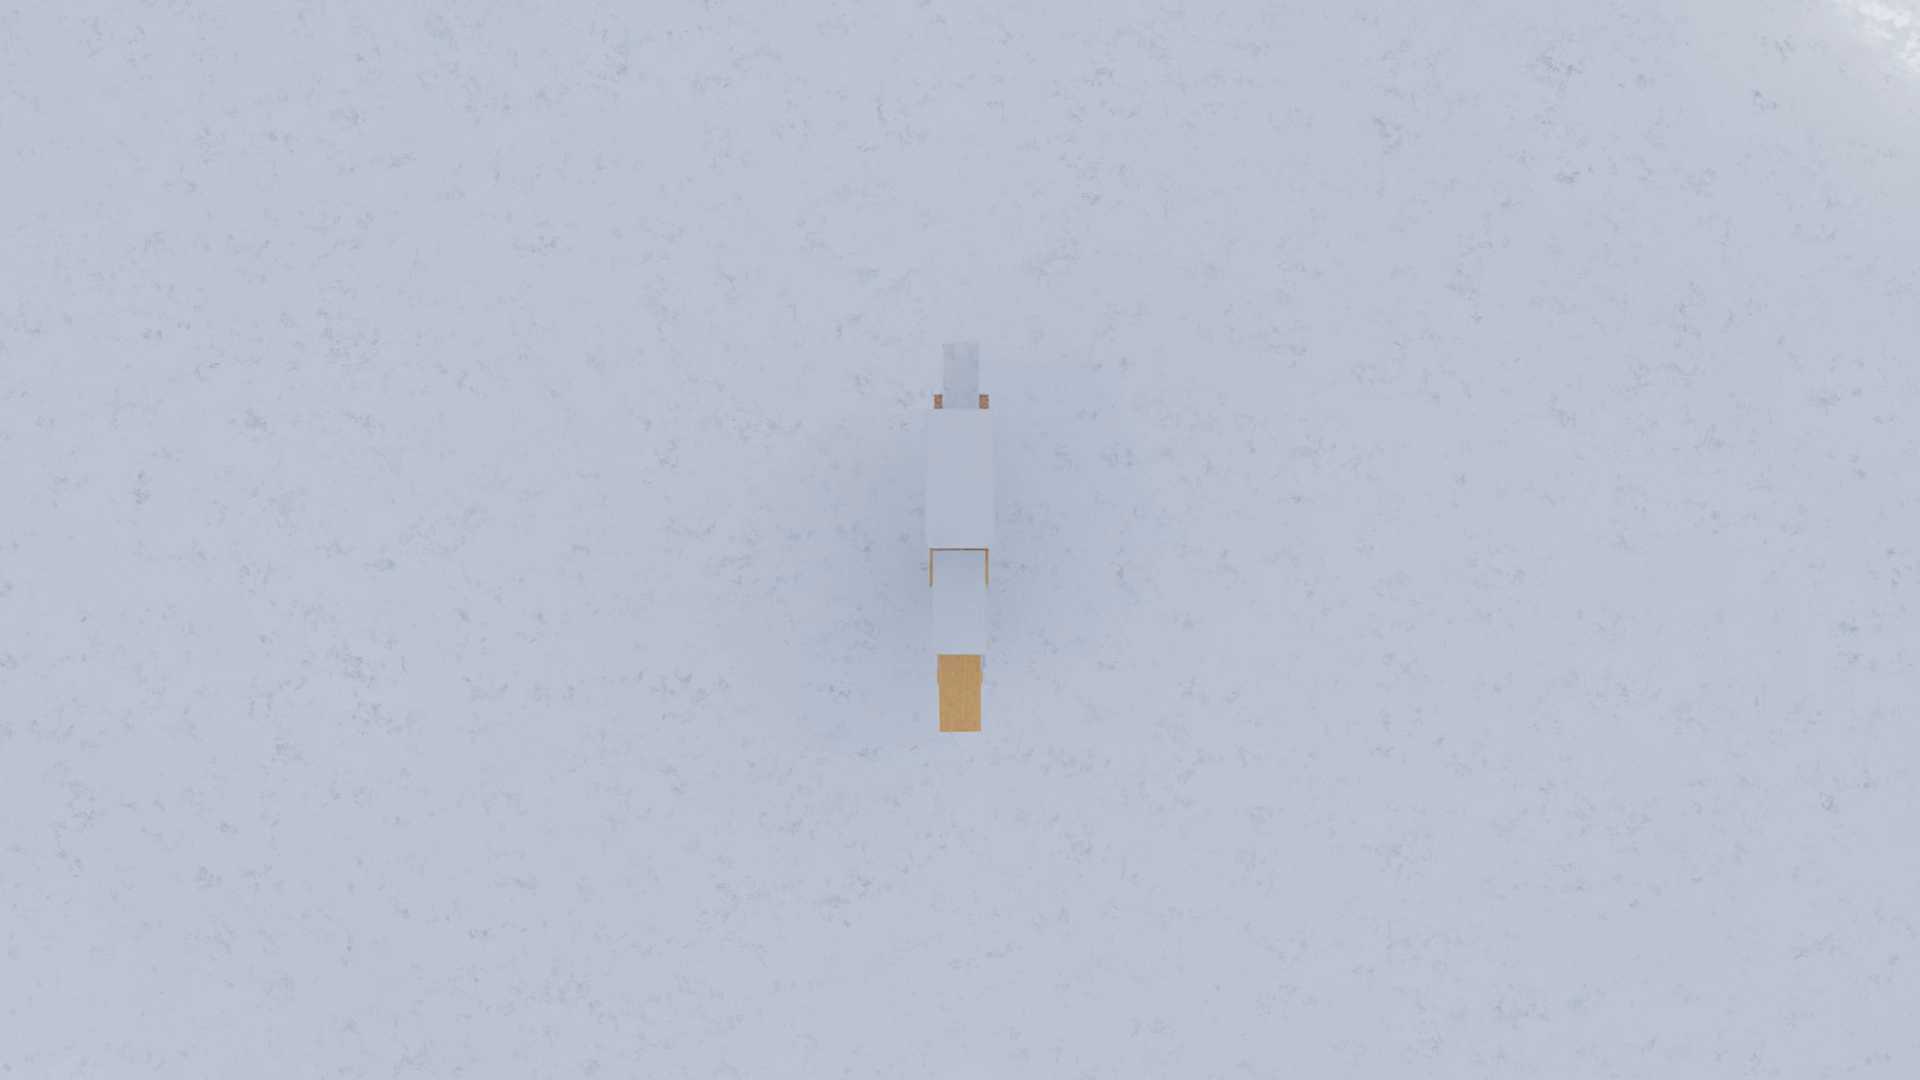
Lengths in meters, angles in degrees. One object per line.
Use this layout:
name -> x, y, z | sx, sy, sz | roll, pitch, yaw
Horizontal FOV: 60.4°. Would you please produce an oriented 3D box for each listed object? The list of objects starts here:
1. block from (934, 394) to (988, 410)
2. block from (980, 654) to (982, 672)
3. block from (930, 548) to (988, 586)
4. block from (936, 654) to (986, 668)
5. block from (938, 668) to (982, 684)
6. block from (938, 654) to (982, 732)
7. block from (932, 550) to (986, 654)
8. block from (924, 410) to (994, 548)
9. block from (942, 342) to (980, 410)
block -> 0.004, -0.282, 5.138 | 0.169, 0.048, 0.338 | 0, 90, 0
block -> 0.002, 0.237, 4.430 | 0.115, 0.033, 0.230 | 0, 90, 0
block -> -0.002, -0.029, 4.130 | 0.146, 0.041, 0.292 | 0, 90, 0
block -> 0.004, 0.234, 4.866 | 0.143, 0.041, 0.286 | 0, 90, 0
block -> 0.000, 0.308, 5.193 | 0.144, 0.041, 0.287 | 0, 90, 0
block -> 0.000, 0.379, 4.187 | 0.106, 0.030, 0.212 | 0, 90, 0
block -> -0.002, 0.144, 3.848 | 0.122, 0.035, 0.244 | 0, 90, 0
block -> -0.001, -0.139, 3.771 | 0.158, 0.045, 0.317 | 0, 90, 0
block -> 0.002, -0.396, 4.052 | 0.091, 0.026, 0.182 | 0, 90, 0
